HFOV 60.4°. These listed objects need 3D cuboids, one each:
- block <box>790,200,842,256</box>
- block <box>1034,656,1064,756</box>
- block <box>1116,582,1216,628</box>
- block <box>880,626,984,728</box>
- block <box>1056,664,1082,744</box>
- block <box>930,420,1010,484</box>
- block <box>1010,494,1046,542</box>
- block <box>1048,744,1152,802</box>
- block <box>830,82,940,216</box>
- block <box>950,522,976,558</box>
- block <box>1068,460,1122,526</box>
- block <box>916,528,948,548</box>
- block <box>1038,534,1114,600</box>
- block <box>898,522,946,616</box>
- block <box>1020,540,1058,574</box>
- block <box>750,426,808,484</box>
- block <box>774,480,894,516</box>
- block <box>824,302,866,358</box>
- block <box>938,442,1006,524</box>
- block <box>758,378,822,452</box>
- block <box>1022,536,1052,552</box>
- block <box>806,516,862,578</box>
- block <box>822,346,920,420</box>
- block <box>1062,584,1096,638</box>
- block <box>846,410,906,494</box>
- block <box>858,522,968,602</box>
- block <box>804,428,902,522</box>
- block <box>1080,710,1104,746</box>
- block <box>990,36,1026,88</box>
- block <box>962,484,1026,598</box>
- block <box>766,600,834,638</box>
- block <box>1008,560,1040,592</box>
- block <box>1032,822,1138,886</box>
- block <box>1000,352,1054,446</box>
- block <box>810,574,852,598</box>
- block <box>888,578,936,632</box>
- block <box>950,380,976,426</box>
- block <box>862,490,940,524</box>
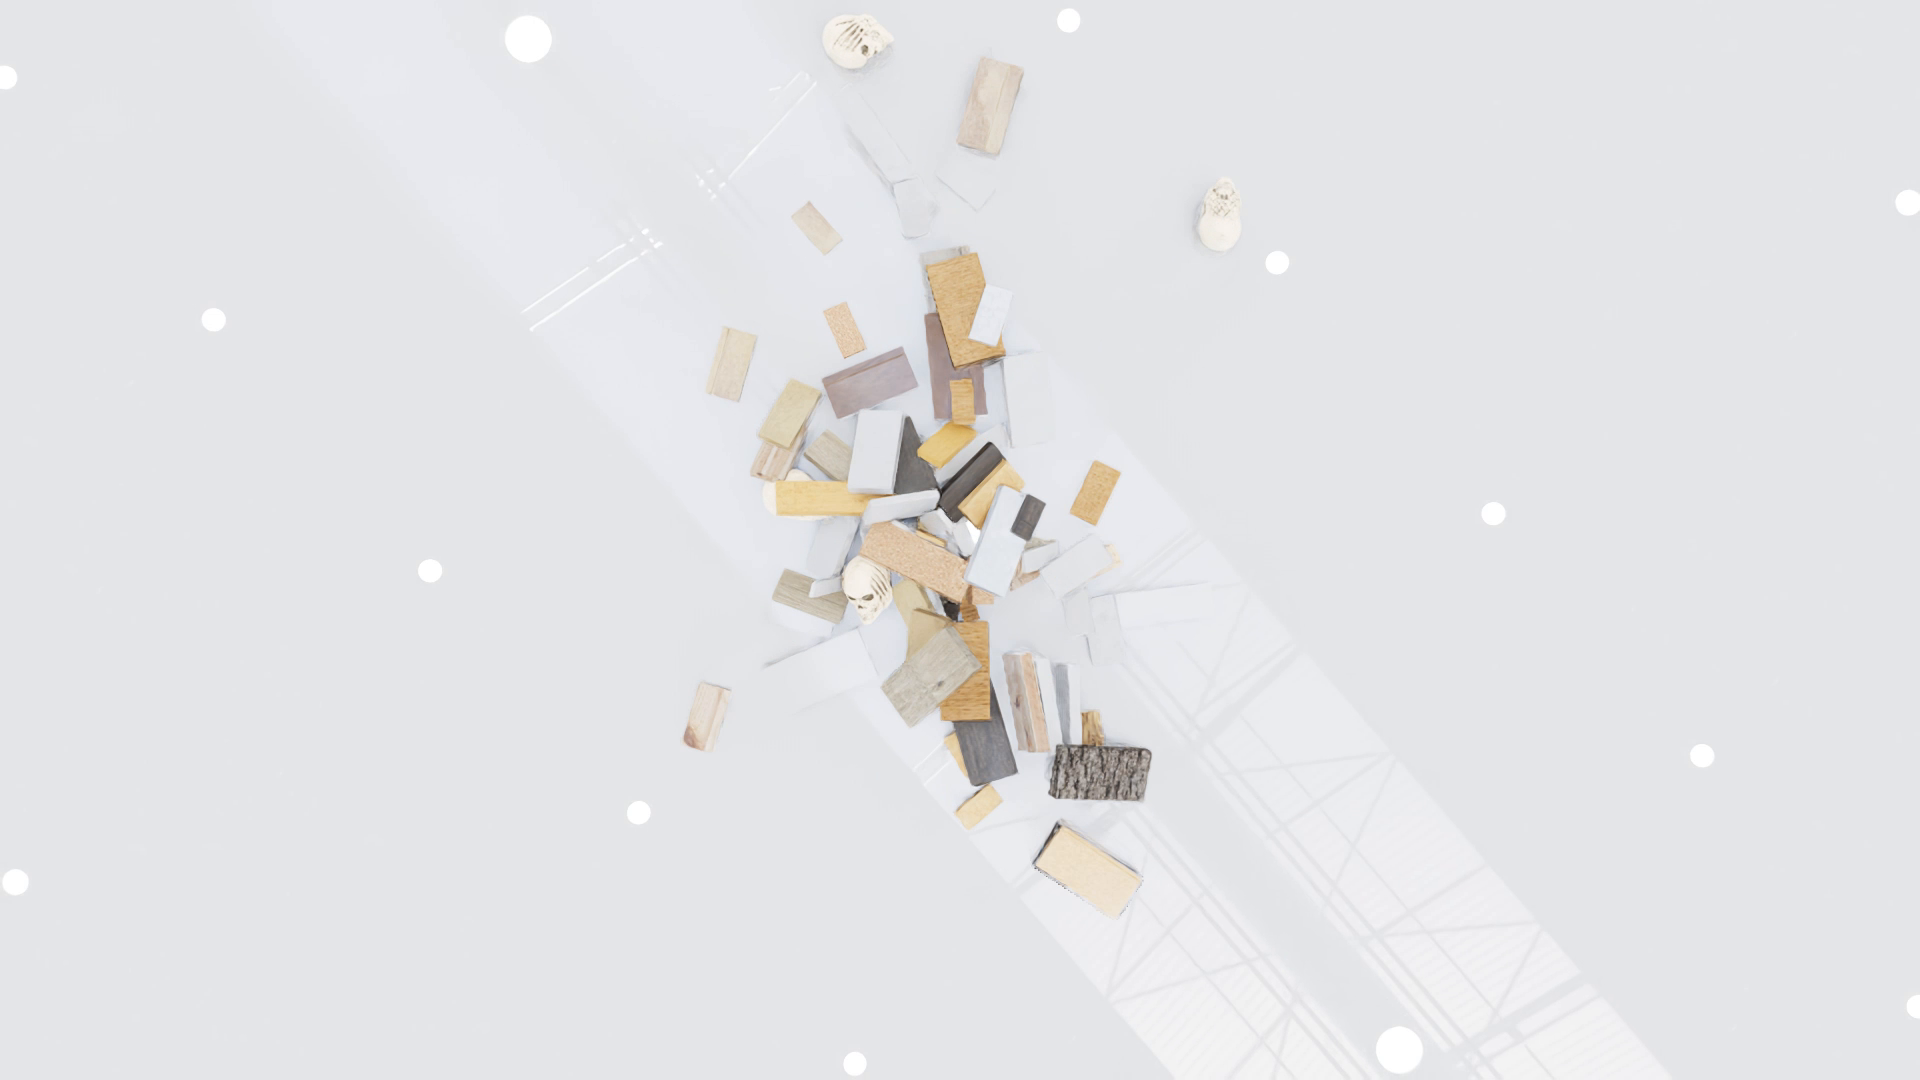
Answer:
[{"bbox_3d":[-0.477,-1.037,5.488,0.084,0.024,0.167,-42,90,0],"label":"block"},{"bbox_3d":[0.272,0.542,5.418,0.044,0.157,0.314,-10,90,-15],"label":"block"},{"bbox_3d":[0.675,0.217,5.484,0.335,0.031,0.111,-7,90,0],"label":"block"},{"bbox_3d":[-0.095,0.445,5.341,0.340,0.048,0.170,-44,77,30],"label":"block"},{"bbox_3d":[0.357,0.543,5.432,0.037,0.131,0.263,-2,90,-16],"label":"block"},{"bbox_3d":[0.030,-0.285,5.456,0.375,0.021,0.072,-30,90,-10],"label":"block"},{"bbox_3d":[0.223,-0.074,5.406,0.070,0.020,0.140,29,77,-20],"label":"block"},{"bbox_3d":[0.460,0.762,5.393,0.340,0.048,0.170,6,96,-27],"label":"block"},{"bbox_3d":[-0.241,-1.258,5.368,0.085,0.024,0.502,-34,118,9],"label":"block"},{"bbox_3d":[0.015,-0.001,5.414,0.054,0.015,0.107,-24,81,-4],"label":"block"},{"bbox_3d":[0.450,-0.157,5.486,0.099,0.028,0.197,26,90,0],"label":"block"},{"bbox_3d":[-0.094,-0.007,5.386,0.103,0.051,0.015,25,98,7],"label":"block"},{"bbox_3d":[0.381,0.087,5.433,0.222,0.031,0.111,-34,92,-7],"label":"block"},{"bbox_3d":[-0.140,0.136,5.448,0.111,0.031,0.374,-20,87,34],"label":"block"},{"bbox_3d":[0.263,0.056,5.435,0.139,0.020,0.070,-19,109,-31],"label":"block"},{"bbox_3d":[-0.595,-0.292,5.420,0.114,0.032,0.229,17,58,6],"label":"block"},{"bbox_3d":[-0.388,-0.135,5.369,0.423,0.031,0.108,0,69,-12],"label":"block"},{"bbox_3d":[-0.383,-0.698,5.488,0.085,0.024,0.169,-24,90,0],"label":"block"},{"bbox_3d":[0.040,-0.190,5.428,0.271,0.032,0.112,-46,120,-10],"label":"block"},{"bbox_3d":[-0.560,-0.414,5.436,0.114,0.032,0.229,24,70,11],"label":"block"},{"bbox_3d":[0.211,0.011,5.461,0.200,0.015,0.054,12,79,-16],"label":"block"},{"bbox_3d":[-0.420,0.008,5.439,0.118,0.034,0.237,26,98,34],"label":"block"},{"bbox_3d":[-0.298,-0.521,5.479,0.291,0.041,0.145,-22,90,0],"label":"block"},{"bbox_3d":[0.391,0.232,5.455,0.082,0.023,0.164,-13,79,17],"label":"block"},{"bbox_3d":[-0.274,-0.289,5.395,0.146,0.041,0.292,2,64,11],"label":"block"},{"bbox_3d":[-0.137,0.064,5.367,0.368,0.037,0.131,27,80,-7],"label":"block"},{"bbox_3d":[-0.330,-0.203,5.444,0.388,0.034,0.118,39,66,5],"label":"block"},{"bbox_3d":[0.431,0.650,5.472,0.082,0.023,0.164,-10,90,26],"label":"block"},{"bbox_3d":[0.159,-1.580,5.488,0.084,0.024,0.167,-15,90,0],"label":"block"},{"bbox_3d":[0.136,0.004,5.398,0.145,0.041,0.338,26,78,-21],"label":"block"},{"bbox_3d":[-0.523,0.245,5.485,0.217,0.031,0.108,15,90,0],"label":"block"},{"bbox_3d":[0.167,0.046,5.466,0.112,0.032,0.223,-27,90,-20],"label":"block"},{"bbox_3d":[0.417,1.092,5.478,0.314,0.044,0.157,31,90,0],"label":"block"},{"bbox_3d":[0.223,-0.465,5.451,0.146,0.041,0.292,-8,95,-12],"label":"block"},{"bbox_3d":[-0.423,0.149,5.384,0.015,0.237,0.051,22,104,21],"label":"block"},{"bbox_3d":[-0.140,0.235,5.426,0.111,0.031,0.222,-33,80,33],"label":"block"},{"bbox_3d":[0.009,-0.449,5.375,0.072,0.021,0.145,-4,87,0],"label":"block"},{"bbox_3d":[-0.190,-0.107,5.323,0.239,0.099,0.028,-10,60,-24],"label":"block"}]
